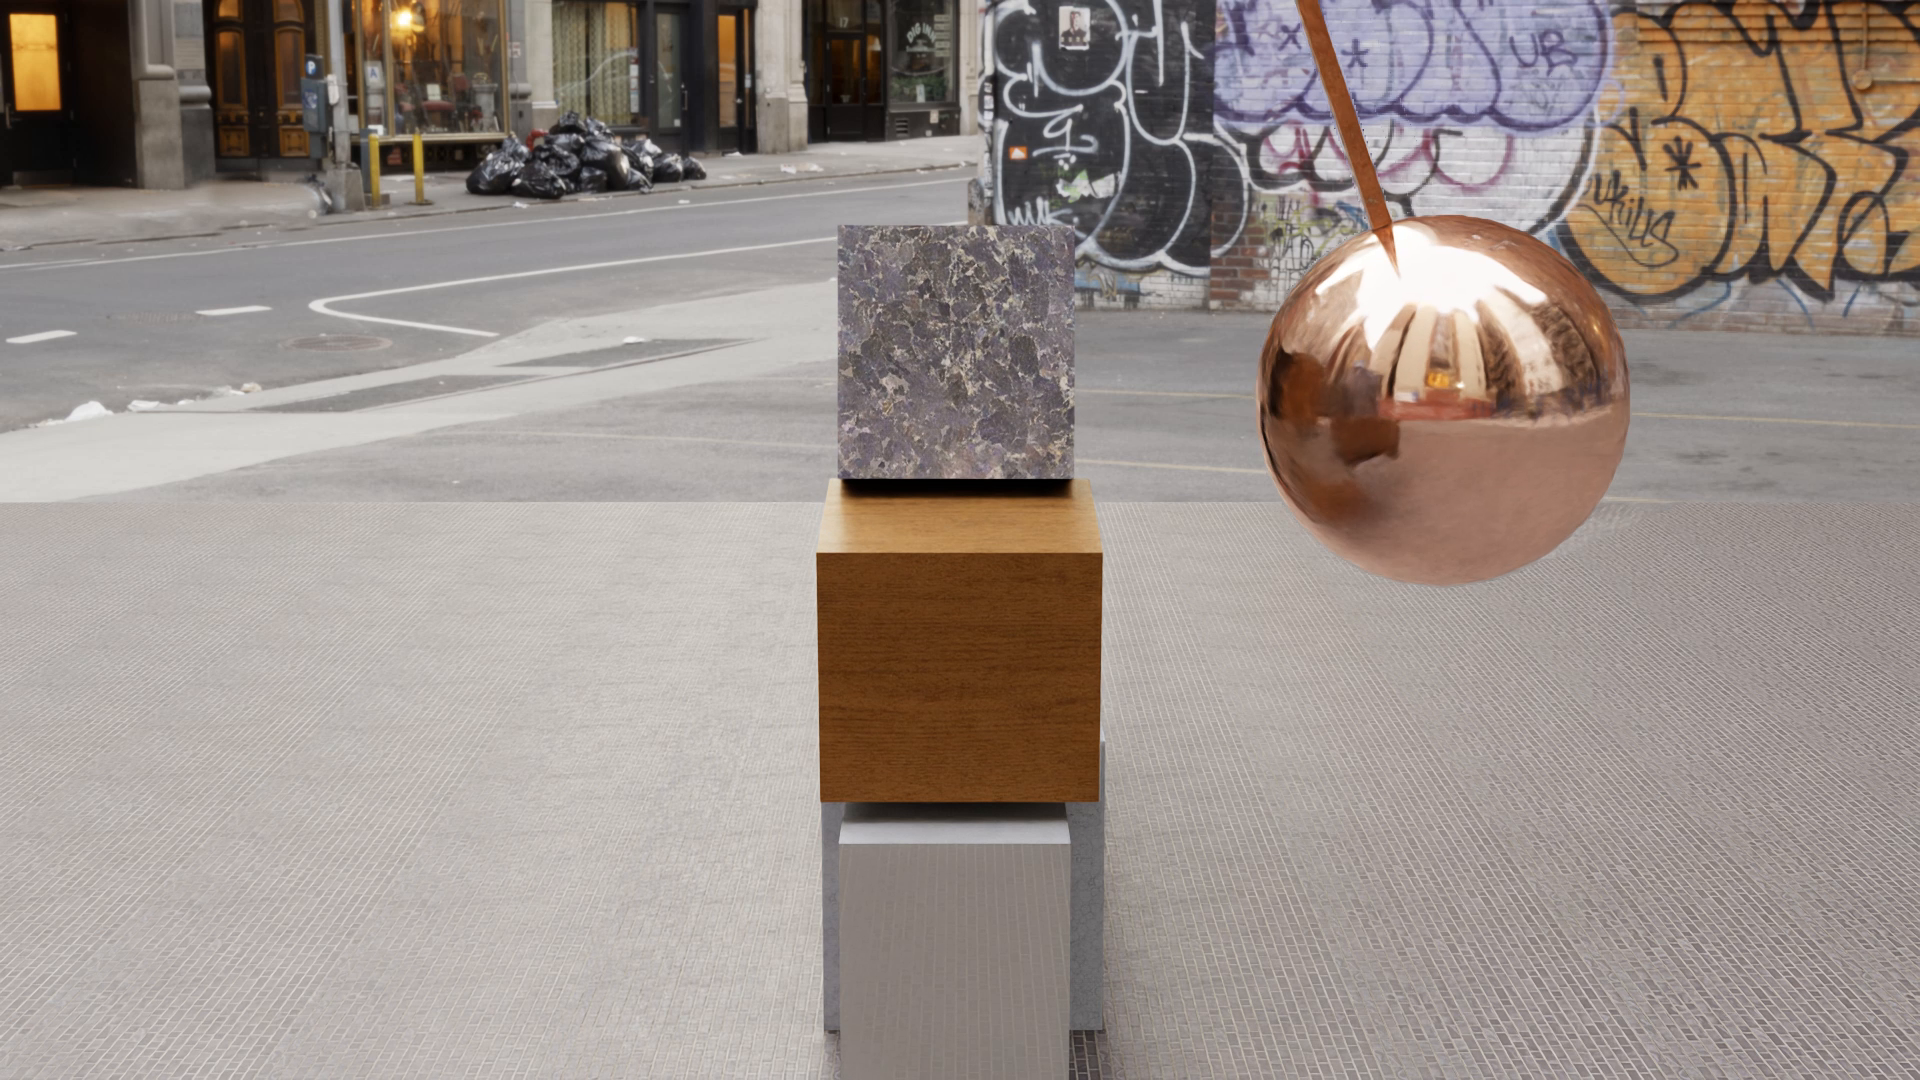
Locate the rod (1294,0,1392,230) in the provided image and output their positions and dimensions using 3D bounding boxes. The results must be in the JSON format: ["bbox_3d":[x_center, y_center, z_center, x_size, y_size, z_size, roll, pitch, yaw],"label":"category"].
[{"bbox_3d":[0.899,-3.740,10.500,0.080,5.200,0.080,-20,10,4],"label":"rod"}]

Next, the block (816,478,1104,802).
[{"bbox_3d":[-0.002,0.336,9.110,0.954,0.893,0.941,0,17,0],"label":"block"}]

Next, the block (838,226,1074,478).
[{"bbox_3d":[-0.015,-0.679,9.513,0.843,0.900,0.760,0,2,0],"label":"block"}]

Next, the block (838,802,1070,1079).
[{"bbox_3d":[-0.018,1.420,9.058,0.777,0.965,0.786,0,10,0],"label":"block"}]

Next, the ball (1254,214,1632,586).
[{"bbox_3d":[2.074,-0.601,11.071,1.600,1.600,1.600,0,10,0],"label":"ball"}]

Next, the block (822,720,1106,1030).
[{"bbox_3d":[0.011,1.193,9.909,1.037,1.108,0.949,0,10,0],"label":"block"}]
